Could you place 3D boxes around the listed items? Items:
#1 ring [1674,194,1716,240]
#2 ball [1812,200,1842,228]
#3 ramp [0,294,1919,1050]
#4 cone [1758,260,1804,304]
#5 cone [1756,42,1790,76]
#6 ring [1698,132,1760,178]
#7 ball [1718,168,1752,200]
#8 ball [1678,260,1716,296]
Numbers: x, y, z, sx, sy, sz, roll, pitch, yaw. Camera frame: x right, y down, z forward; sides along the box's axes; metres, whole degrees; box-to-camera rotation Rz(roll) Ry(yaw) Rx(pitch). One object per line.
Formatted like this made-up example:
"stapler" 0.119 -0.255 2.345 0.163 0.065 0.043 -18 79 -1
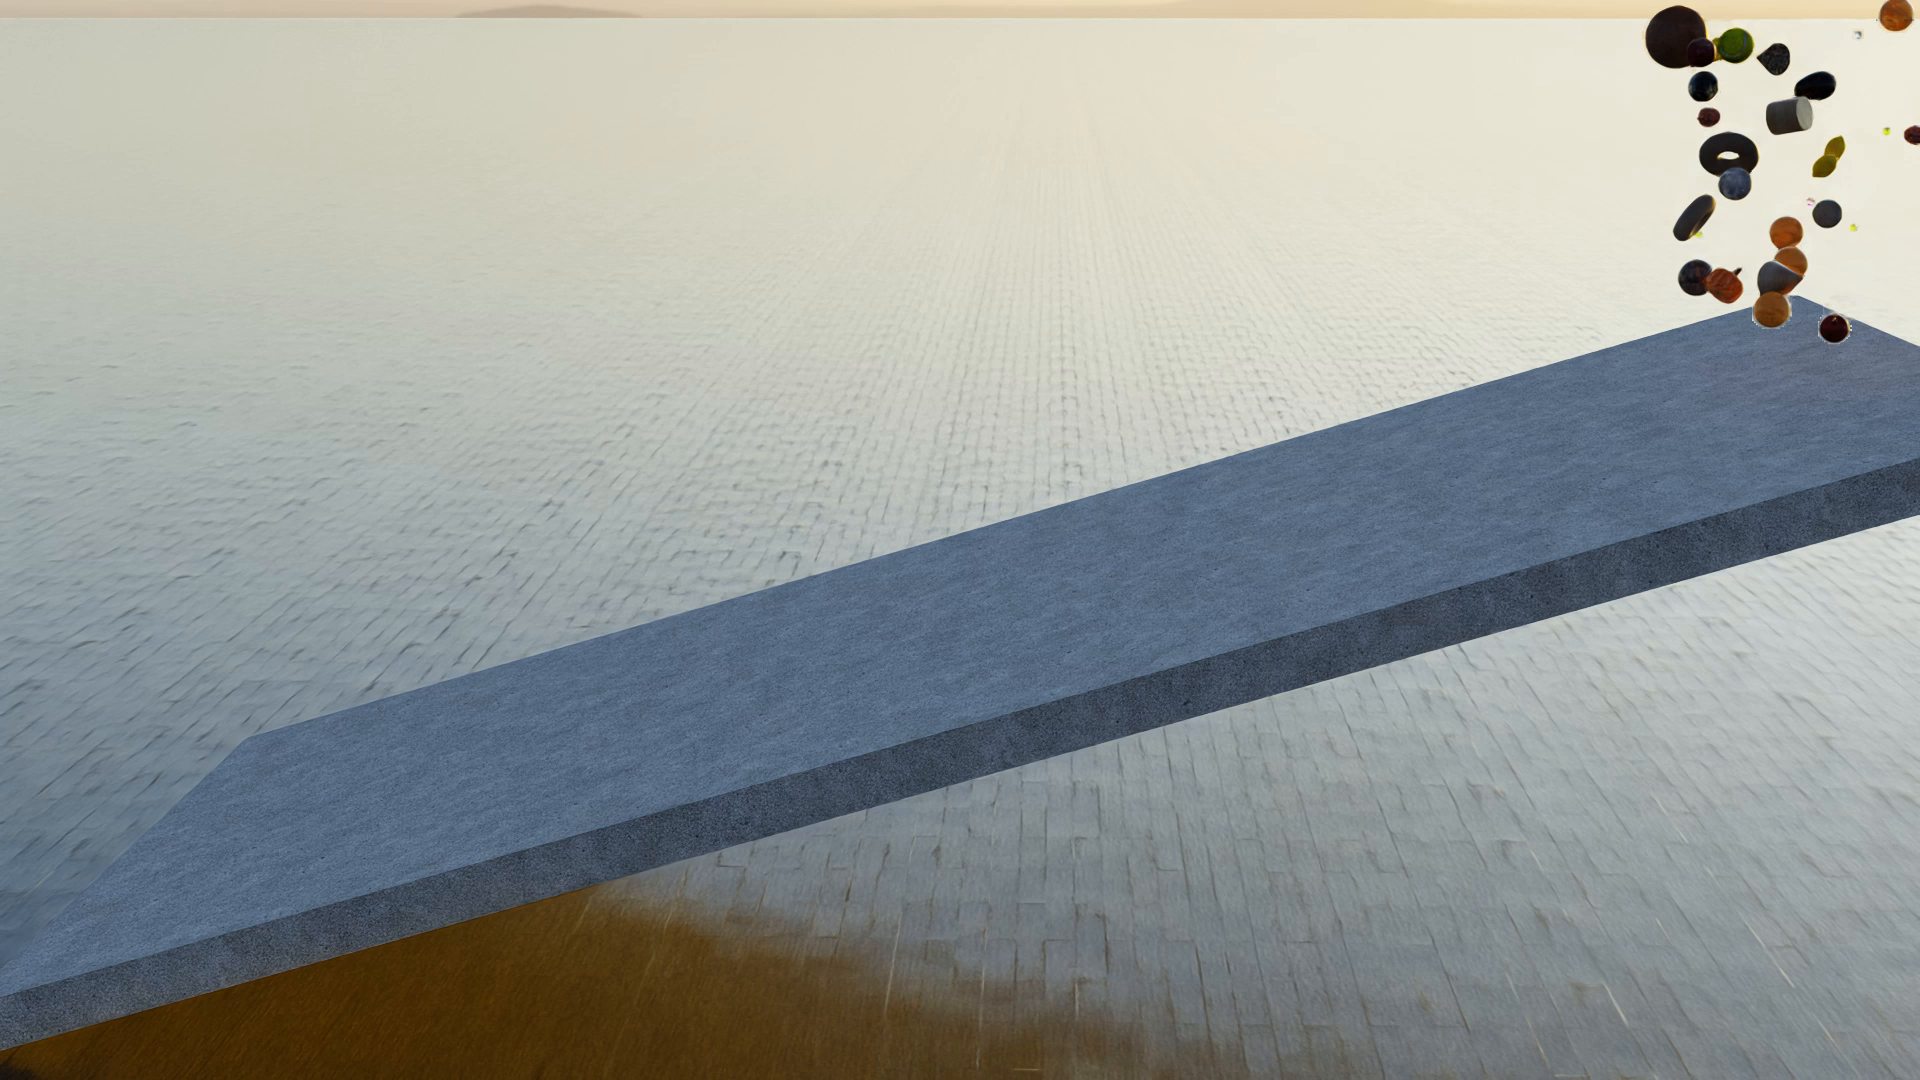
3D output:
"ring" 1.511 -0.663 6.050 0.037 0.112 0.112 43 27 17
"ball" 1.832 -0.689 6.212 0.062 0.062 0.062 0 11 0
"ramp" 0.091 0.187 6.319 4.000 0.100 2.000 -16 10 5
"cone" 1.651 -0.518 5.859 0.087 0.087 0.087 -6 2 -28
"cone" 1.607 -0.960 5.861 0.065 0.065 0.065 -5 14 -25
"ring" 1.580 -0.790 6.041 0.122 0.041 0.122 10 -32 7
"ball" 1.561 -0.717 5.922 0.067 0.067 0.067 0 11 0
"ball" 1.518 -0.540 6.057 0.077 0.077 0.077 0 11 0
